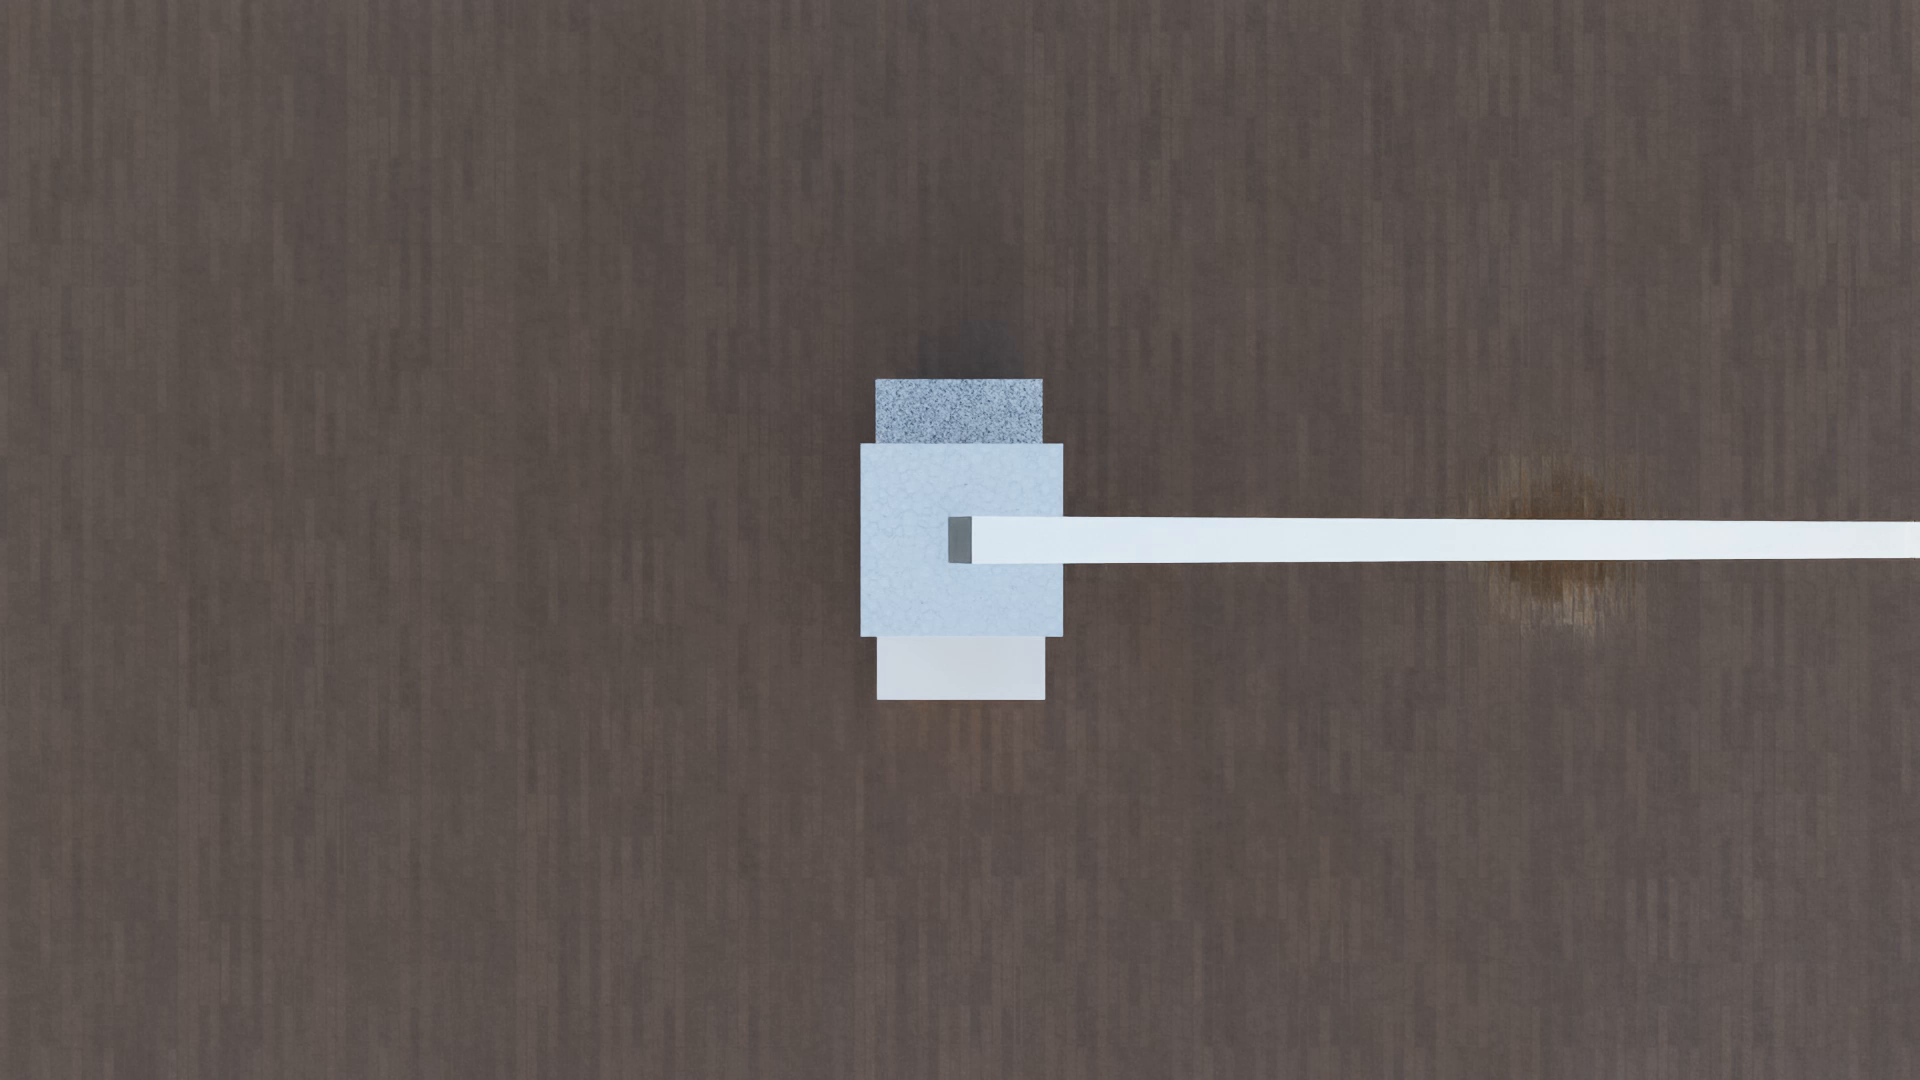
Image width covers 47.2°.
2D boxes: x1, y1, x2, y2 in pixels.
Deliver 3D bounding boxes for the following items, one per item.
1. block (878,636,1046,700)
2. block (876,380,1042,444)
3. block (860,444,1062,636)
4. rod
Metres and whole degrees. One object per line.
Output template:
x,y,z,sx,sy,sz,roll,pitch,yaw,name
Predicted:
0.006,0.462,12.587,0.930,0.826,0.843,0,90,0,block
-0.005,-0.426,12.532,0.915,0.935,0.913,0,90,0,block
0.007,0.000,7.913,0.696,0.685,0.664,0,90,0,block
2.234,0.000,5.073,5.200,0.080,0.080,0,90,-31,rod
